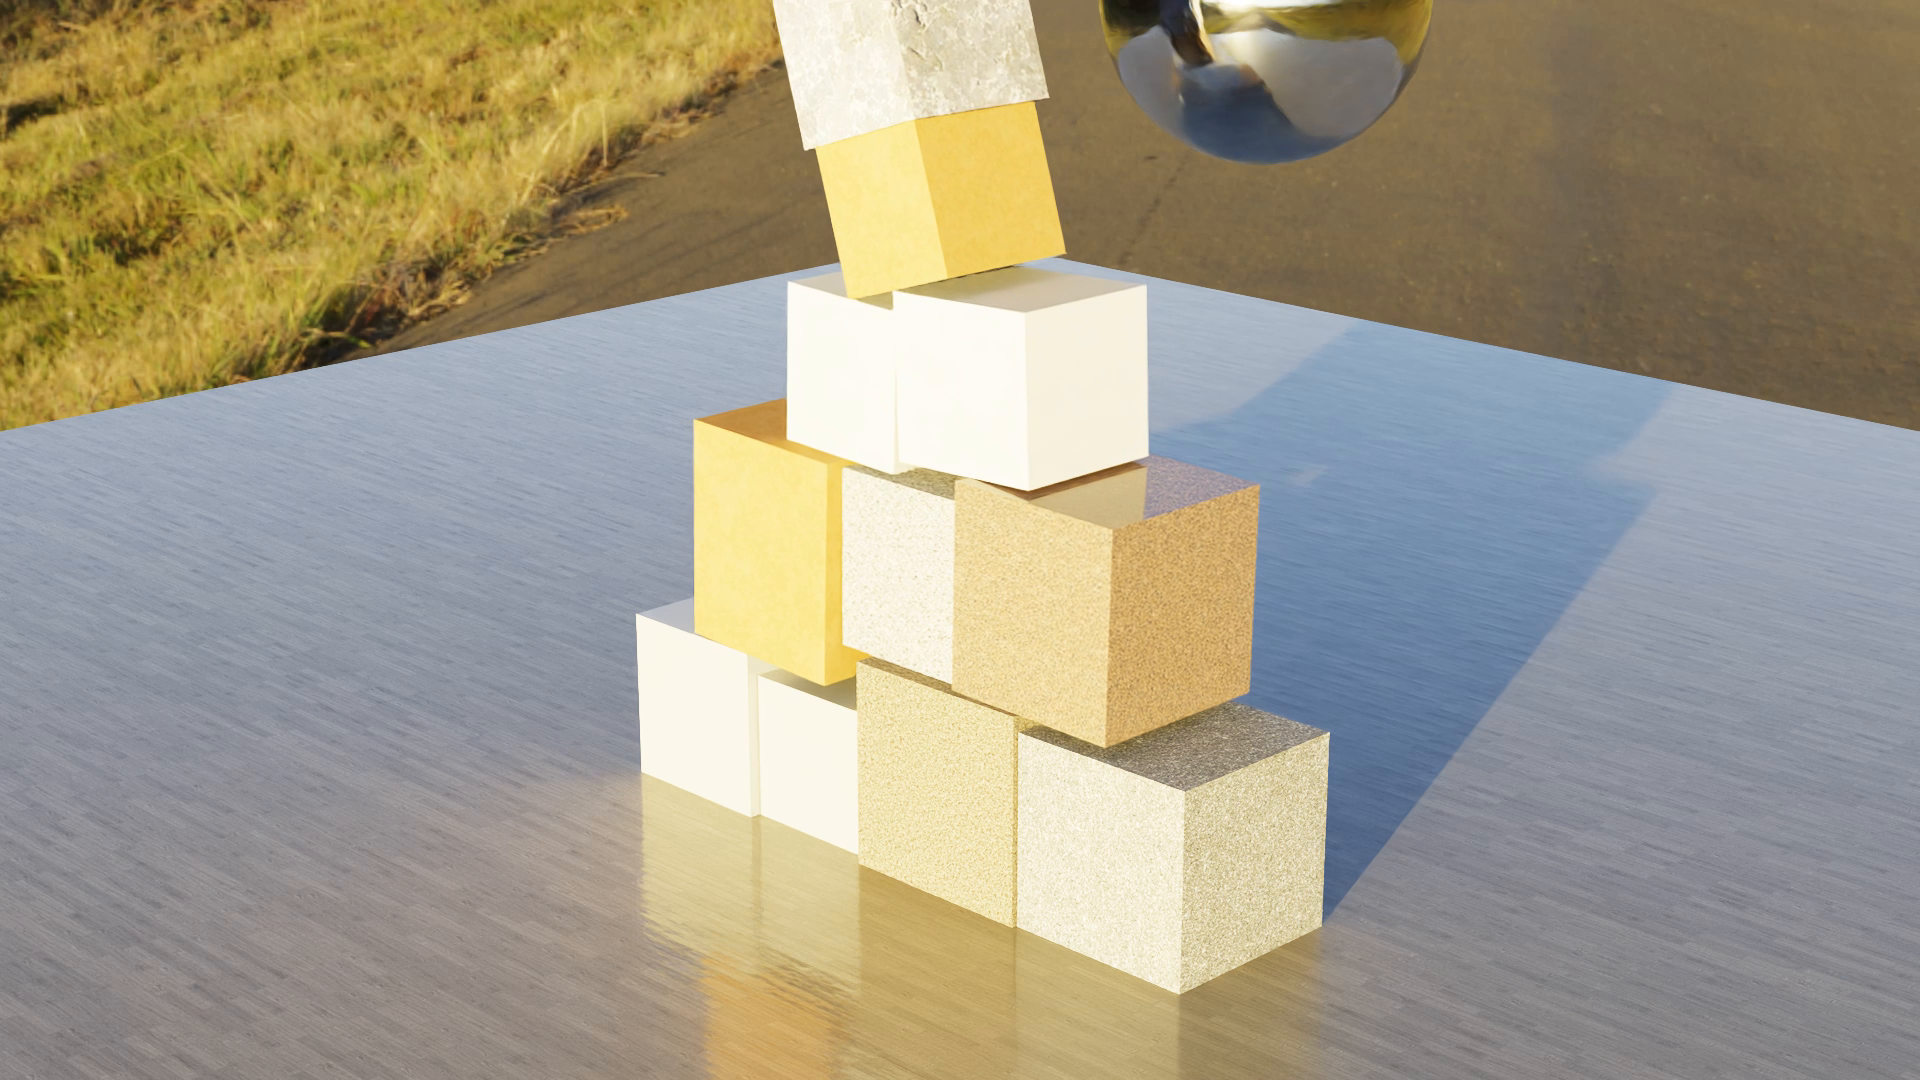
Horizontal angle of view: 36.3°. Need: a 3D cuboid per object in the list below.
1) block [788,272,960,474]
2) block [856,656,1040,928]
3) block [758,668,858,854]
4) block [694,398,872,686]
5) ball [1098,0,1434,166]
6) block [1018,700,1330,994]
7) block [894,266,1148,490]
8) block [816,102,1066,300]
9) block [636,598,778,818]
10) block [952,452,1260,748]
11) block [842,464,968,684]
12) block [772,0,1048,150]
[{"bbox_3d":[-0.279,-0.805,13.388,0.725,0.742,0.710,-17,26,-42],"label":"block"},{"bbox_3d":[0.215,1.028,13.415,0.946,0.991,0.989,-17,24,-42],"label":"block"},{"bbox_3d":[-0.389,0.971,14.067,0.866,0.713,0.746,-17,24,-42],"label":"block"},{"bbox_3d":[-0.603,-0.046,13.942,0.940,1.069,0.922,-17,26,-42],"label":"block"},{"bbox_3d":[1.467,-2.600,14.062,1.600,1.600,1.600,0,17,0],"label":"ball"},{"bbox_3d":[0.923,1.267,12.787,0.953,0.916,0.946,-17,24,-42],"label":"block"},{"bbox_3d":[0.270,-0.726,12.839,0.762,0.765,0.792,-17,22,-42],"label":"block"},{"bbox_3d":[-0.082,-1.498,12.950,0.736,0.684,0.654,-17,7,-42],"label":"block"},{"bbox_3d":[-0.964,0.748,14.575,0.946,0.833,0.828,-17,24,-42],"label":"block"},{"bbox_3d":[0.628,0.210,12.770,0.944,0.963,0.912,-17,25,-42],"label":"block"},{"bbox_3d":[0.024,0.078,13.357,0.800,0.849,0.779,-17,25,-42],"label":"block"},{"bbox_3d":[-0.226,-2.206,12.894,0.820,0.764,0.735,-17,7,-42],"label":"block"}]
